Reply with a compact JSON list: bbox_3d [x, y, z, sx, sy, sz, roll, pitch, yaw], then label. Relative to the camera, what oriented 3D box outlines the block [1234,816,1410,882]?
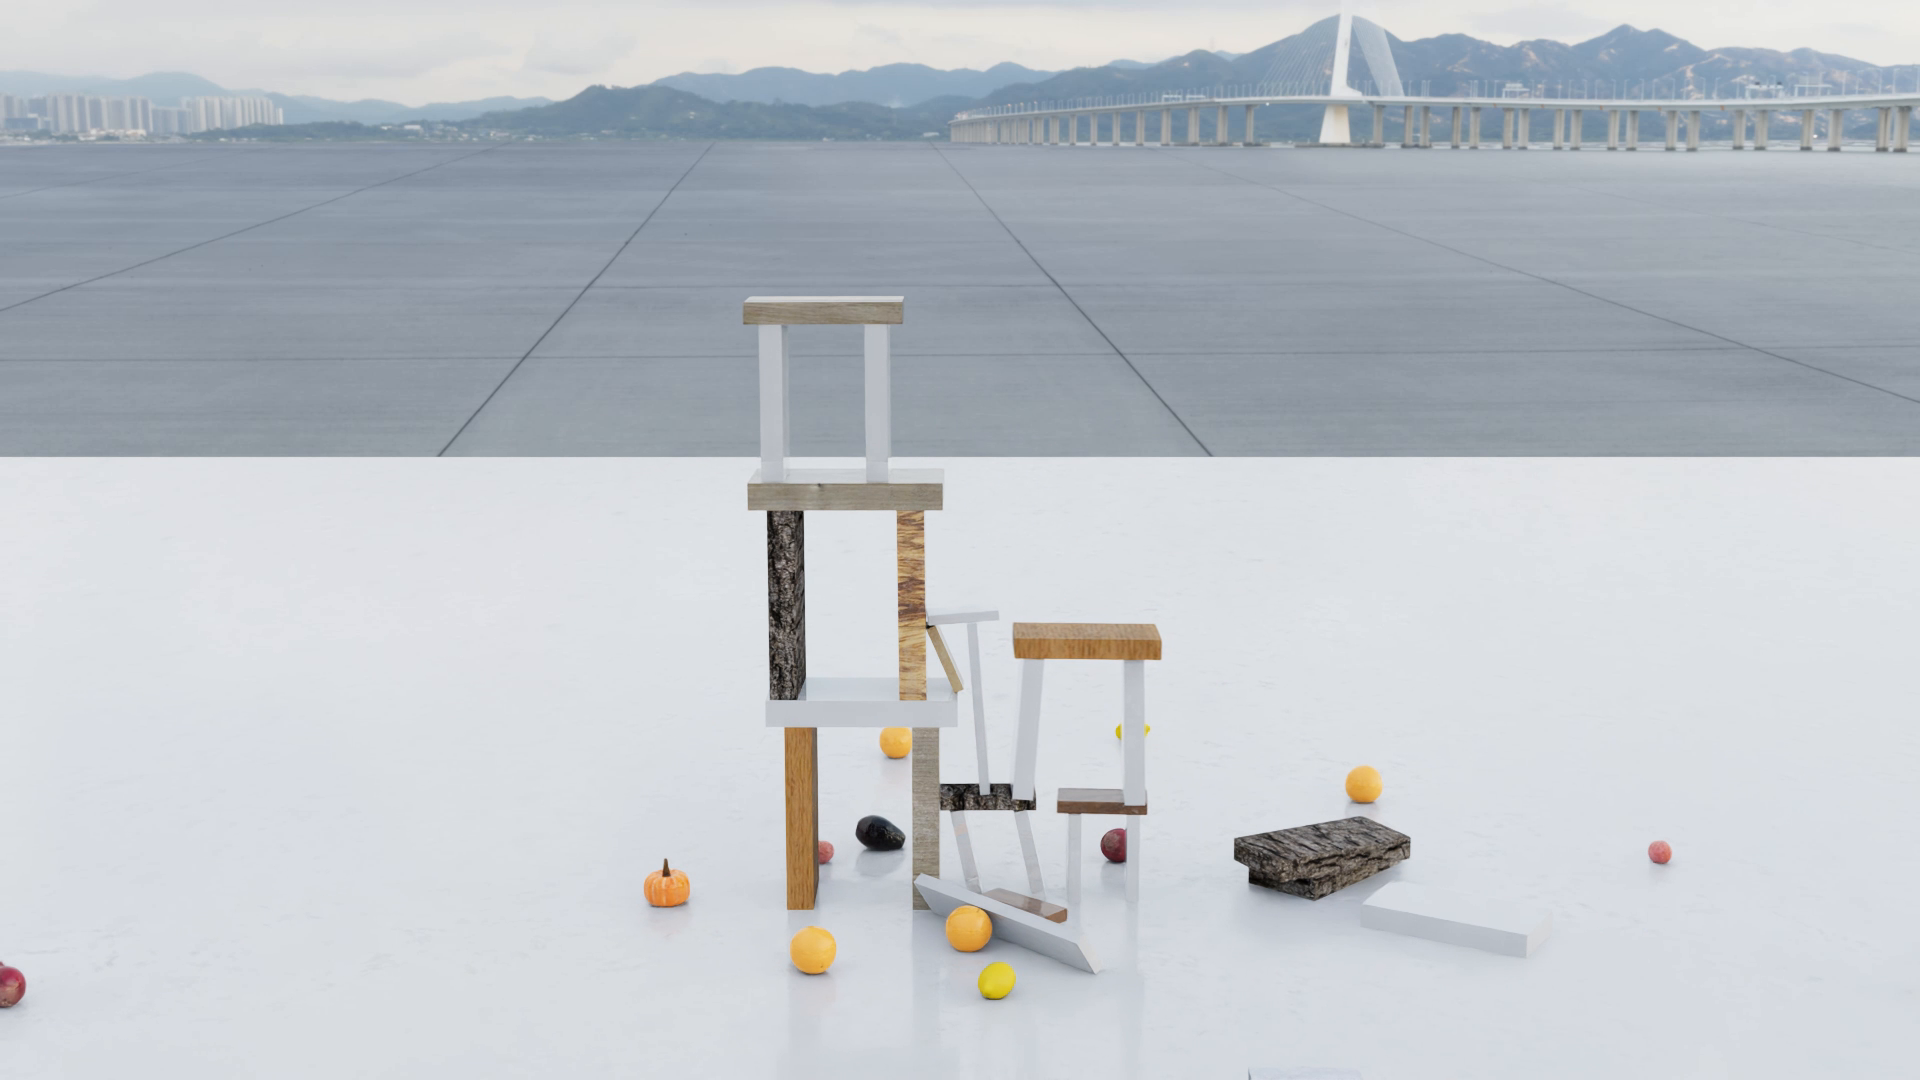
[{"bbox_3d":[0.613,0.522,3.723,0.268,0.038,0.134,-5,12,-27],"label":"block"}]

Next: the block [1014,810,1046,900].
[{"bbox_3d":[0.115,0.513,3.652,0.022,0.157,0.079,-12,10,2],"label":"block"}]

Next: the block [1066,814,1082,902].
[{"bbox_3d":[0.188,0.518,3.651,0.021,0.148,0.074,0,11,0],"label":"block"}]

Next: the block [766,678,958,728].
[{"bbox_3d":[-0.158,0.265,3.606,0.309,0.044,0.154,0,11,0],"label":"block"}]

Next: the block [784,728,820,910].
[{"bbox_3d":[-0.261,0.438,3.639,0.044,0.309,0.154,0,11,0],"label":"block"}]

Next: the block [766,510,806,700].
[{"bbox_3d":[-0.282,0.091,3.578,0.044,0.309,0.154,0,11,2],"label":"block"}]

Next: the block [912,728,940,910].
[{"bbox_3d":[-0.055,0.438,3.640,0.044,0.309,0.154,0,11,0],"label":"block"}]

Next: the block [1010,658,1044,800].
[{"bbox_3d":[0.109,0.296,3.611,0.033,0.236,0.118,4,10,-2],"label":"block"}]

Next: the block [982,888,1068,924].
[{"bbox_3d":[0.093,0.599,3.564,0.148,0.021,0.074,9,14,41],"label":"block"}]

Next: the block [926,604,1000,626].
[{"bbox_3d":[0.005,0.121,3.588,0.115,0.016,0.058,-4,10,-2],"label":"block"}]

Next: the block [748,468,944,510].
[{"bbox_3d":[-0.181,-0.082,3.546,0.309,0.044,0.154,0,11,0],"label":"block"}]

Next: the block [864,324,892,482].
[{"bbox_3d":[-0.131,-0.225,3.517,0.035,0.248,0.124,0,11,1],"label":"block"}]

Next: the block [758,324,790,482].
[{"bbox_3d":[-0.296,-0.225,3.518,0.035,0.248,0.124,0,11,0],"label":"block"}]

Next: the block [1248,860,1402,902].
[{"bbox_3d":[0.628,0.552,3.771,0.134,0.038,0.268,10,14,42],"label":"block"}]

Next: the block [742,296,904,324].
[{"bbox_3d":[-0.214,-0.365,3.492,0.248,0.035,0.124,0,11,0],"label":"block"}]

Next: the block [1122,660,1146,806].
[{"bbox_3d":[0.285,0.301,3.621,0.033,0.246,0.118,-1,10,2],"label":"block"}]

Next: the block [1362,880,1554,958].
[{"bbox_3d":[0.791,0.602,3.502,0.268,0.038,0.134,6,12,31],"label":"block"}]

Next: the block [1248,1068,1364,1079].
[{"bbox_3d":[0.459,0.722,2.902,0.148,0.021,0.074,0,11,0],"label":"block"}]

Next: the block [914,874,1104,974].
[{"bbox_3d":[0.071,0.597,3.434,0.369,0.074,0.021,11,50,46],"label":"block"}]

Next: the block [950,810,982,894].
[{"bbox_3d":[0.011,0.512,3.652,0.022,0.158,0.079,-12,10,2],"label":"block"}]

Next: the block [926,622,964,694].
[{"bbox_3d":[-0.024,0.189,3.593,0.016,0.115,0.058,-23,10,4],"label":"block"}]

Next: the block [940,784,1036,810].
[{"bbox_3d":[0.046,0.424,3.632,0.157,0.022,0.079,0,11,0],"label":"block"}]

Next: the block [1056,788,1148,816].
[{"bbox_3d":[0.236,0.433,3.643,0.148,0.021,0.074,1,11,4],"label":"block"}]

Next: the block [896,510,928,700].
[{"bbox_3d":[-0.077,0.092,3.577,0.044,0.309,0.154,-1,11,0],"label":"block"}]

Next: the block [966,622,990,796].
[{"bbox_3d":[0.031,0.271,3.604,0.016,0.288,0.058,-4,10,3],"label":"block"}]

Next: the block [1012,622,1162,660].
[{"bbox_3d":[0.205,0.164,3.583,0.236,0.033,0.118,1,11,0],"label":"block"}]

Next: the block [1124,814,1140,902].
[{"bbox_3d":[0.286,0.517,3.656,0.021,0.149,0.074,0,11,2],"label":"block"}]
